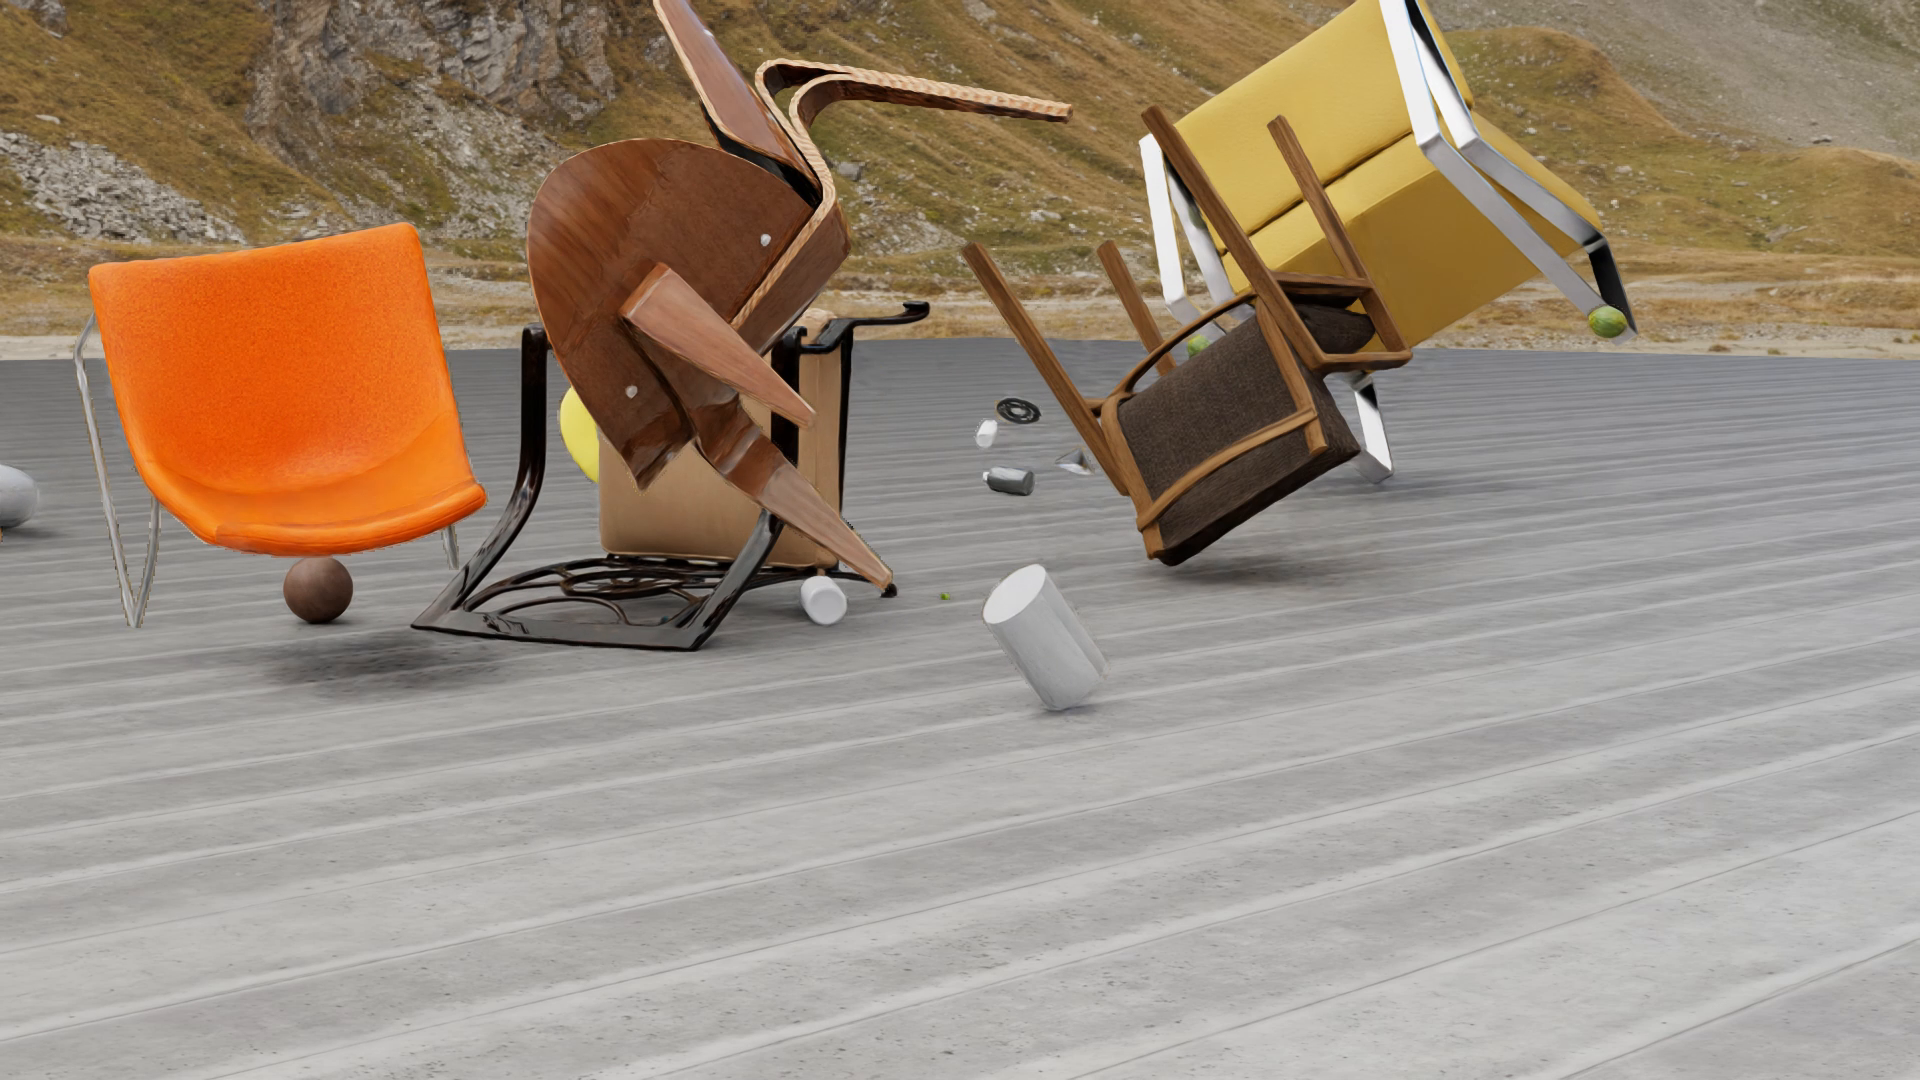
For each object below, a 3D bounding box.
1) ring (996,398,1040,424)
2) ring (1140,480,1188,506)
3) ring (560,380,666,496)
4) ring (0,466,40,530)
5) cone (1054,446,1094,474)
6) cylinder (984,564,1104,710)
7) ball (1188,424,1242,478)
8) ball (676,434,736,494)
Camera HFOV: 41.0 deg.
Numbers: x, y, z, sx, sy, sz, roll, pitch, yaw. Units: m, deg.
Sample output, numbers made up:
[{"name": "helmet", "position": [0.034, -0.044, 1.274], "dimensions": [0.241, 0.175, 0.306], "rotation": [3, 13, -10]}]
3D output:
[{"name": "ring", "position": [0.191, -0.420, 8.382], "dimensions": [0.147, 0.022, 0.132], "rotation": [14, -32, -1]}, {"name": "ring", "position": [0.582, -0.134, 7.334], "dimensions": [0.122, 0.060, 0.162], "rotation": [0, -8, -36]}, {"name": "ring", "position": [-0.952, -0.281, 7.046], "dimensions": [0.277, 0.358, 0.044], "rotation": [-46, 14, -34]}, {"name": "ring", "position": [-2.525, -0.107, 6.522], "dimensions": [0.348, 0.135, 0.345], "rotation": [-3, -9, -1]}, {"name": "cone", "position": [0.340, -0.241, 7.441], "dimensions": [0.120, 0.066, 0.116], "rotation": [16, -9, 12]}, {"name": "cylinder", "position": [0.128, 0.148, 3.874], "dimensions": [0.091, 0.192, 0.123], "rotation": [8, 51, 49]}, {"name": "ball", "position": [0.832, -0.290, 8.366], "dimensions": [0.177, 0.177, 0.177], "rotation": [0, 6, 0]}, {"name": "ball", "position": [-0.768, -0.231, 7.763], "dimensions": [0.182, 0.182, 0.182], "rotation": [0, 6, 0]}]
